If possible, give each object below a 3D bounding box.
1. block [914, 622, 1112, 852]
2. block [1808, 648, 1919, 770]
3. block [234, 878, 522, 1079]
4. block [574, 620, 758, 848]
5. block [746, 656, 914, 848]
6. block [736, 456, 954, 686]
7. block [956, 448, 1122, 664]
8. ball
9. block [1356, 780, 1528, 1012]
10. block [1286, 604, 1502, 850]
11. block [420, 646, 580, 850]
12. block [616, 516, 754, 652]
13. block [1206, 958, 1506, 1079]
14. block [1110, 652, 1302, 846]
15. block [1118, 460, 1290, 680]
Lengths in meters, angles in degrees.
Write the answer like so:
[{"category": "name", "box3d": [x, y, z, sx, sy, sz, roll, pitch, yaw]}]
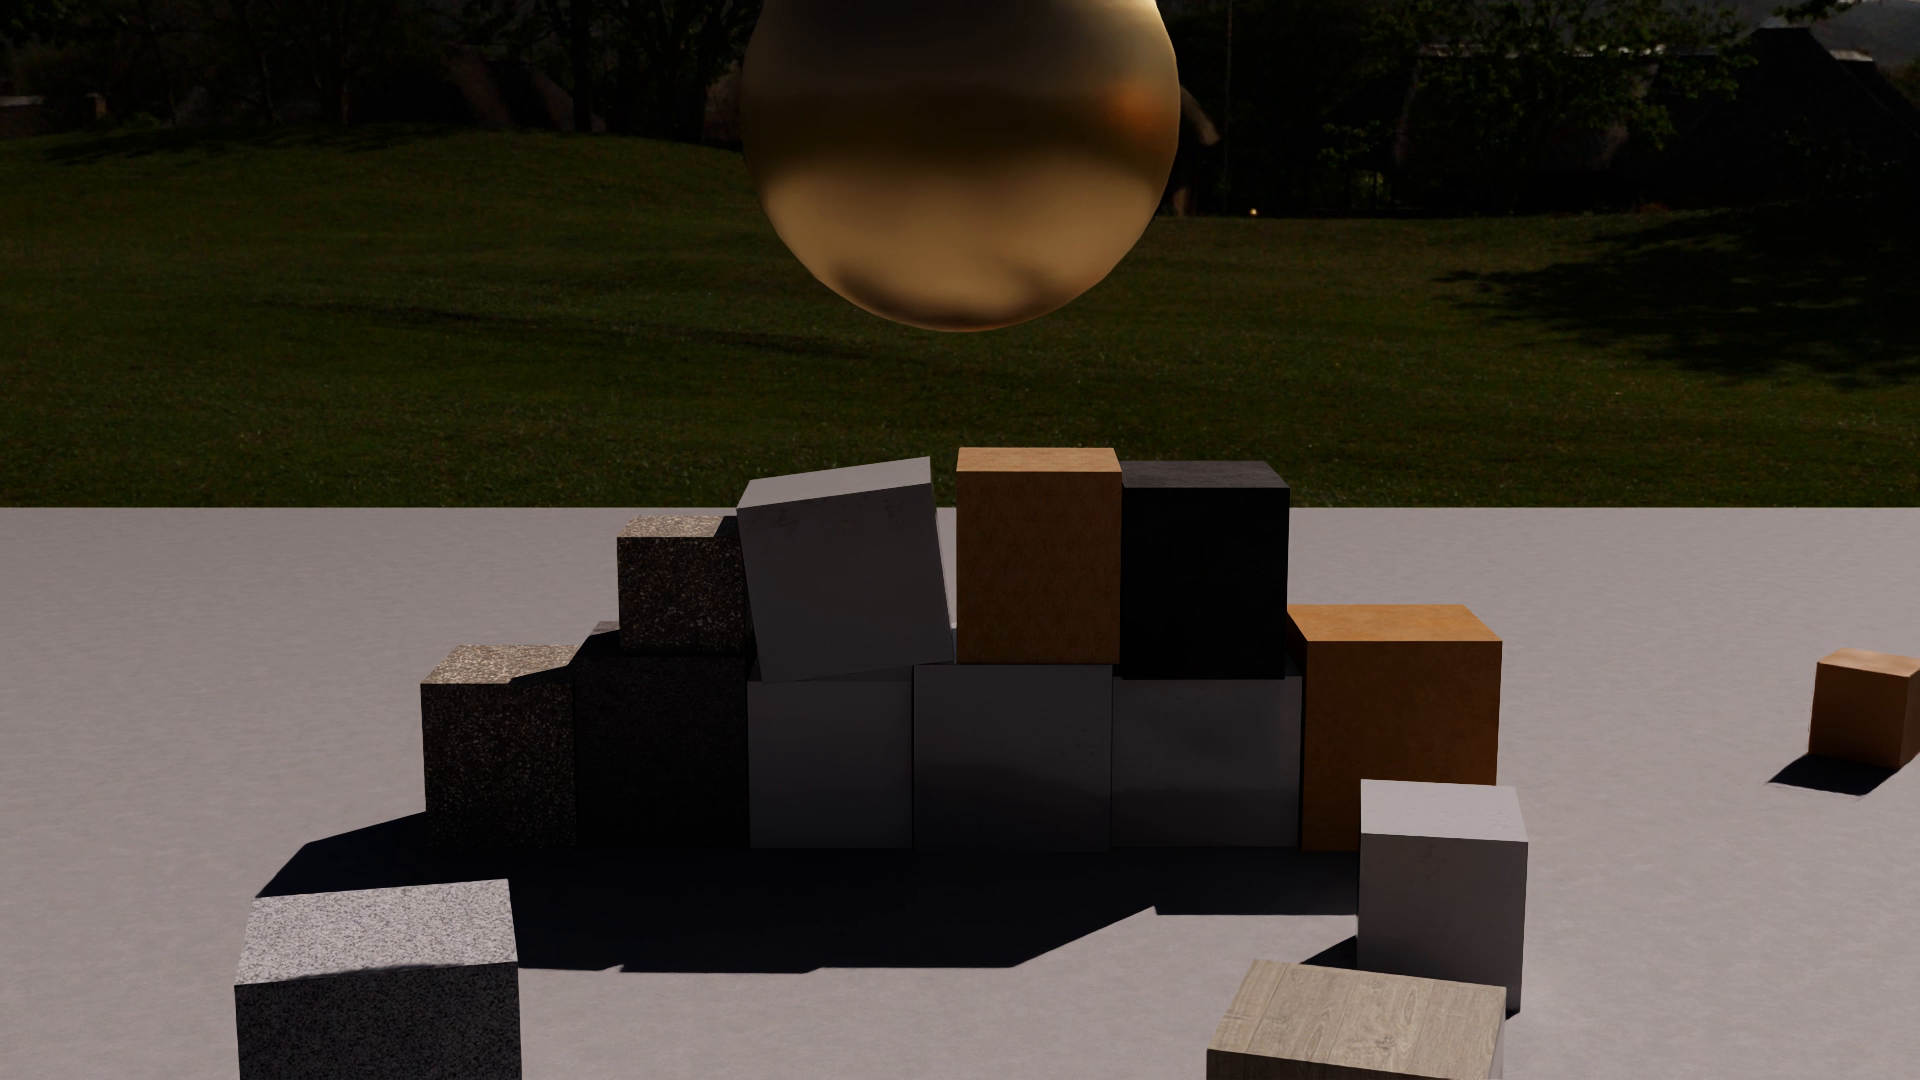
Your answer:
[{"category": "block", "box3d": [0.261, 1.000, 11.381, 0.976, 0.960, 0.970, 0, 10, 0]}, {"category": "block", "box3d": [5.248, 0.965, 12.685, 0.499, 0.541, 0.525, 9, 13, 35]}, {"category": "block", "box3d": [-1.978, 1.745, 7.576, 0.886, 0.855, 0.839, -2, 11, -13]}, {"category": "block", "box3d": [-1.488, 0.990, 11.360, 0.848, 0.988, 0.827, 0, 10, 0]}, {"category": "block", "box3d": [-0.649, 1.051, 11.383, 0.815, 0.860, 0.822, 0, 10, 0]}, {"category": "block", "box3d": [-0.565, 0.136, 11.195, 0.953, 0.888, 0.926, -8, 10, 0]}, {"category": "block", "box3d": [0.391, 0.064, 11.168, 0.803, 0.959, 0.834, 0, 10, 1]}, {"category": "ball", "box3d": [0.000, -1.558, 7.980, 1.600, 1.600, 1.600, 0, 10, 0]}, {"category": "block", "box3d": [2.029, 1.491, 9.347, 0.663, 0.722, 0.781, 2, 10, 10]}, {"category": "block", "box3d": [2.189, 0.949, 11.335, 0.959, 1.077, 0.864, 0, 10, 0]}, {"category": "block", "box3d": [-2.294, 1.056, 11.358, 0.749, 0.859, 0.839, 0, 10, 0]}, {"category": "block", "box3d": [-1.388, 0.217, 11.208, 0.618, 0.586, 0.625, 0, 10, -1]}, {"category": "block", "box3d": [1.302, 1.892, 7.186, 0.854, 0.706, 0.807, 3, 11, 18]}, {"category": "block", "box3d": [1.230, 1.040, 11.380, 0.940, 0.881, 0.790, 0, 10, 0]}, {"category": "block", "box3d": [1.202, 0.136, 11.208, 0.802, 0.960, 0.903, 0, 10, 0]}]
